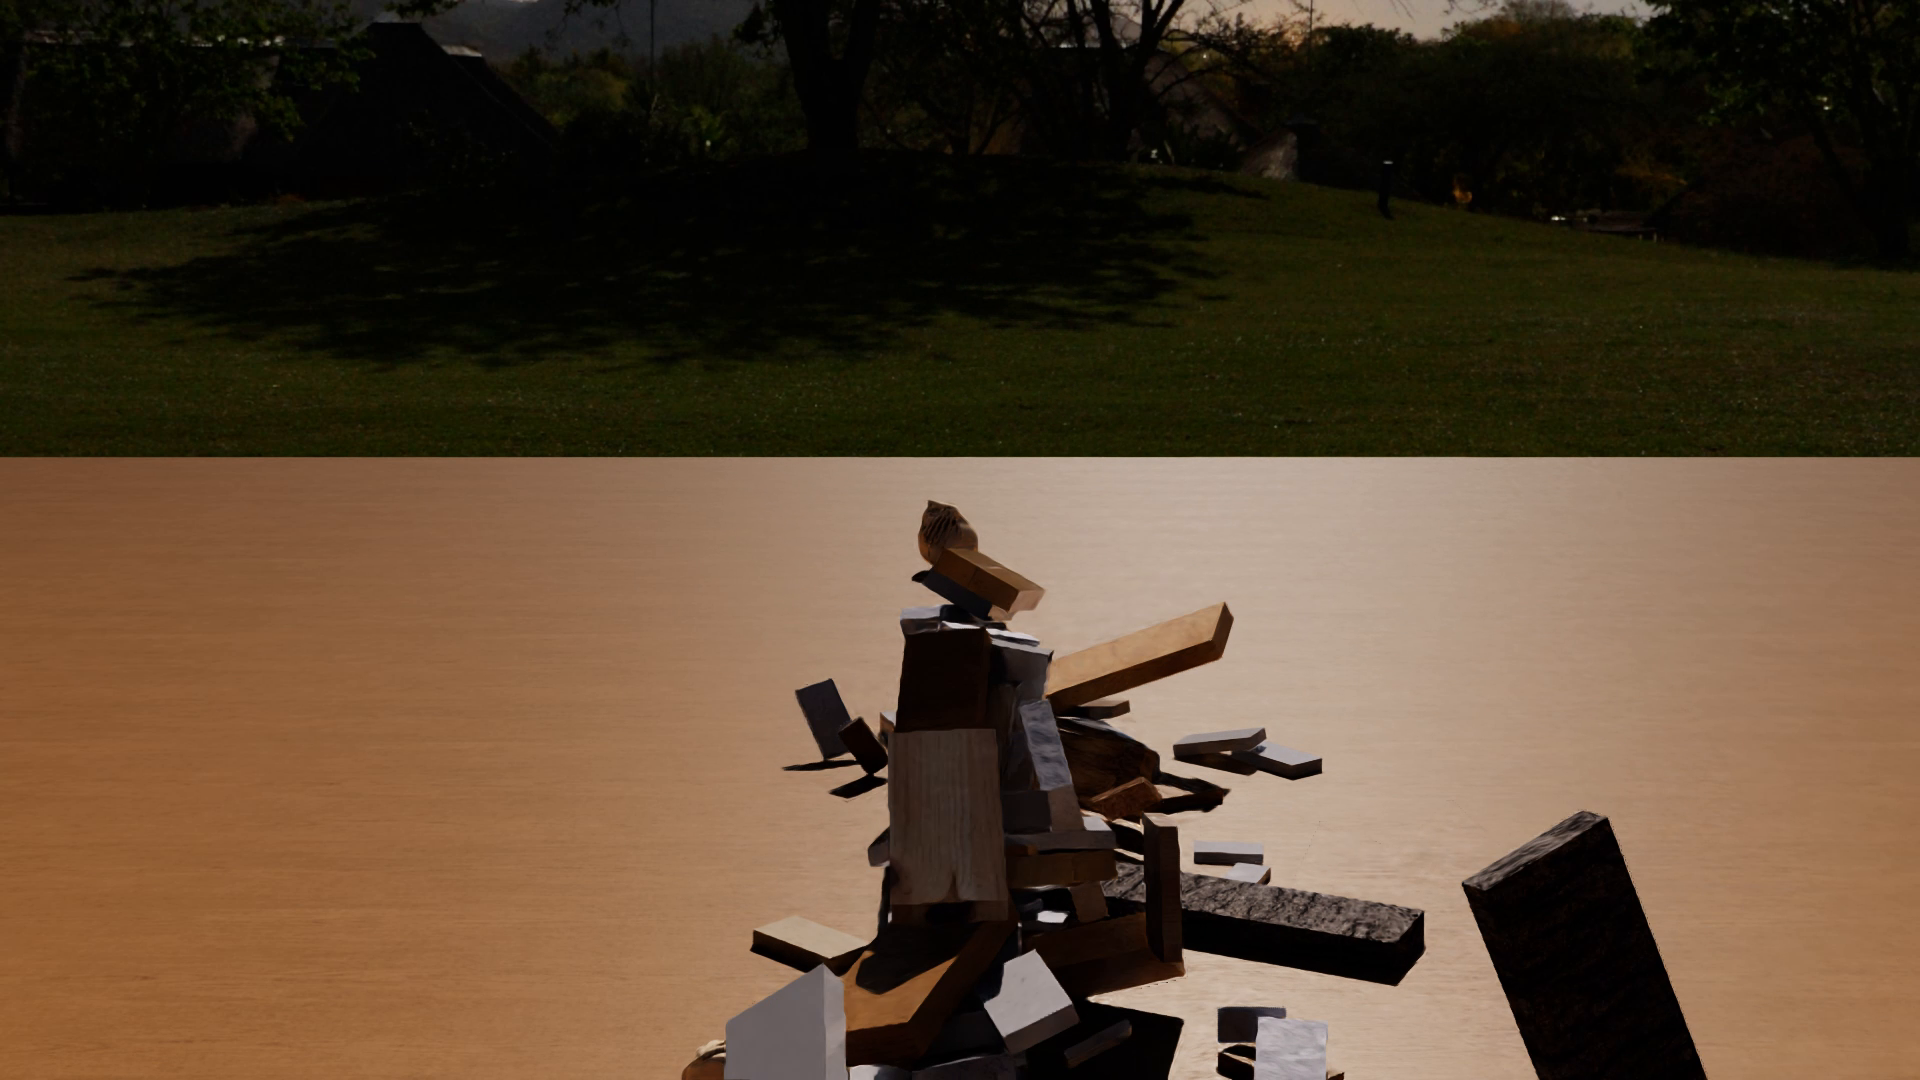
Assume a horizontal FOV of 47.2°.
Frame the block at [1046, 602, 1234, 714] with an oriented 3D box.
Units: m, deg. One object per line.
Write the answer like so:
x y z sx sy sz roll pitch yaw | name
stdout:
0.310 0.263 4.531 0.517 0.045 0.160 -21 19 25 | block

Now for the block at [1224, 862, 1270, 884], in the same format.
0.479 0.574 3.711 0.060 0.017 0.120 4 11 23 | block

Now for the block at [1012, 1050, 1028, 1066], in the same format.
0.012 0.668 2.943 0.121 0.034 0.241 -10 1 -6 | block

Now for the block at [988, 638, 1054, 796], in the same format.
0.052 0.330 3.702 0.160 0.319 0.045 10 9 10 | block

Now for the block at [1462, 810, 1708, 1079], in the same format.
0.697 0.495 2.448 0.171 0.341 0.048 -27 11 -17 | block

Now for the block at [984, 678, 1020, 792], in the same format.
0.006 0.362 3.668 0.138 0.275 0.039 11 9 10 | block

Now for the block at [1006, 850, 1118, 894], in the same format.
0.073 0.461 3.010 0.146 0.041 0.292 -17 -14 35 | block

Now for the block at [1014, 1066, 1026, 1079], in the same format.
0.021 0.704 2.791 0.121 0.034 0.241 -10 1 -8 | block

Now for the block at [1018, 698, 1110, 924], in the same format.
0.162 0.422 3.390 0.048 0.341 0.171 -16 44 1 | block

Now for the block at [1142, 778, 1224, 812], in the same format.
0.405 0.484 4.173 0.170 0.024 0.085 -6 12 -29 | block

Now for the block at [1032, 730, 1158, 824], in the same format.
0.237 0.436 4.098 0.269 0.135 0.038 8 -12 44 | block

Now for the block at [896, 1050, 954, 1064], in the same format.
-0.005 0.628 2.983 0.170 0.048 0.340 -10 1 -1 | block

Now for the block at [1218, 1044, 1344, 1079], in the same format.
0.431 0.711 2.956 0.077 0.022 0.154 -9 14 -40 | block

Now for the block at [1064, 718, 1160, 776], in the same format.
0.265 0.422 4.451 0.155 0.044 0.310 -4 11 -21 | block

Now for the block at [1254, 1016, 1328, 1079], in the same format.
0.431 0.697 2.872 0.092 0.026 0.184 2 29 10 | block

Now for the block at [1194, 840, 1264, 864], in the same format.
0.470 0.547 3.854 0.120 0.017 0.060 1 11 7 | block

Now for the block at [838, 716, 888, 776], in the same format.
-0.187 0.406 4.325 0.055 0.110 0.016 -33 13 8 | block

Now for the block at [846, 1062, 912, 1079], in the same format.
-0.164 0.716 2.918 0.192 0.027 0.096 6 12 31 | block

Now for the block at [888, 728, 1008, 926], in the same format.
-0.018 0.370 2.866 0.146 0.041 0.292 -3 42 -1 | block

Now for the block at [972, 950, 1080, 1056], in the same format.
0.076 0.556 2.654 0.092 0.026 0.184 -24 14 -7 | block

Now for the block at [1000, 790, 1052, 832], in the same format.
0.043 0.461 3.311 0.166 0.047 0.714 -7 -15 -1 | block

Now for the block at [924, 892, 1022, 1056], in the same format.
-0.004 0.565 2.878 0.170 0.048 0.340 -9 14 3 | block

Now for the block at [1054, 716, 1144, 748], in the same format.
0.244 0.397 4.408 0.080 0.023 0.274 -8 13 -38 | block

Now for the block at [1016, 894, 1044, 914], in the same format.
0.076 0.588 3.546 0.106 0.015 0.053 -5 12 -25 | block

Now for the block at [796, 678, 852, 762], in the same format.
-0.268 0.366 4.476 0.080 0.159 0.023 -18 -27 -19 | block

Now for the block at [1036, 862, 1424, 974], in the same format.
0.427 0.594 3.521 0.594 0.047 0.165 5 12 26 | block

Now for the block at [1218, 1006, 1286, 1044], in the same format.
0.399 0.663 3.006 0.094 0.047 0.013 -7 -22 26 | block

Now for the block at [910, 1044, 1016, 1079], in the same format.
0.003 0.648 2.689 0.121 0.034 0.241 -11 -10 -2 | block

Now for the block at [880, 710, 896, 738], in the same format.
-0.046 0.407 4.532 0.155 0.044 0.311 -4 11 -19 | block

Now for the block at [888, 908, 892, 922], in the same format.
-0.016 0.564 3.202 0.170 0.048 0.340 -9 5 0 | block

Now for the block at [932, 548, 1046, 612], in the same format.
0.060 0.076 4.161 0.160 0.045 0.320 30 4 10 | block

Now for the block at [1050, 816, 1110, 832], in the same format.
0.100 0.507 3.742 0.335 0.020 0.069 -2 23 -24 | block

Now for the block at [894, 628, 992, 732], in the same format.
-0.030 0.273 3.566 0.138 0.039 0.275 -6 53 17 | block

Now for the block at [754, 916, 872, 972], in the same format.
-0.229 0.626 3.408 0.176 0.025 0.088 10 14 43 | block

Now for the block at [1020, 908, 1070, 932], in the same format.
0.112 0.607 3.529 0.120 0.017 0.060 3 11 15 | block

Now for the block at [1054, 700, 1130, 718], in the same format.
0.132 0.356 4.719 0.471 0.025 0.087 0 5 29 | block

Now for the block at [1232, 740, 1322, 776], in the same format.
0.636 0.438 4.421 0.085 0.024 0.170 -8 13 -37 | block

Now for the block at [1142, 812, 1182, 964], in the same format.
0.261 0.447 2.838 0.025 0.176 0.088 -3 5 -9 | block

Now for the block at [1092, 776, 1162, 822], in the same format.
0.296 0.459 3.898 0.110 0.055 0.016 -27 30 27 | block

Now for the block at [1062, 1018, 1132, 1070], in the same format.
0.175 0.644 2.808 0.094 0.013 0.047 -24 -27 -13 | block

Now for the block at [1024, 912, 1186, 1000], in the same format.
0.207 0.582 3.063 0.165 0.047 0.329 -15 -20 9 | block

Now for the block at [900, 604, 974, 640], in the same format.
-0.017 0.247 4.277 0.135 0.269 0.038 -5 34 17 | block

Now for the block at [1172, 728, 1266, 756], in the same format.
0.527 0.410 4.469 0.170 0.024 0.085 -9 5 29 | block

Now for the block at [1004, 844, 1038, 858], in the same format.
0.053 0.424 2.957 0.094 0.013 0.047 -12 -15 17 | block

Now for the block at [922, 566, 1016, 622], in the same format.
0.024 0.103 4.181 0.135 0.038 0.269 31 5 11 | block

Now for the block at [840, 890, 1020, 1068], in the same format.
-0.062 0.547 2.749 0.165 0.047 0.329 -15 13 27 | block

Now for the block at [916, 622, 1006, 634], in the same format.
-0.002 0.173 4.022 0.156 0.044 0.312 0 -2 -1 | block

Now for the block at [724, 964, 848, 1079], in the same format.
-0.196 0.667 2.464 0.146 0.041 0.459 -33 25 12 | block

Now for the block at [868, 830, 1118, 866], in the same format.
0.049 0.424 3.027 0.374 0.025 0.088 5 -20 -39 | block

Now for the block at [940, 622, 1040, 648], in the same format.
0.016 0.316 3.777 0.166 0.332 0.047 10 8 -21 | block
